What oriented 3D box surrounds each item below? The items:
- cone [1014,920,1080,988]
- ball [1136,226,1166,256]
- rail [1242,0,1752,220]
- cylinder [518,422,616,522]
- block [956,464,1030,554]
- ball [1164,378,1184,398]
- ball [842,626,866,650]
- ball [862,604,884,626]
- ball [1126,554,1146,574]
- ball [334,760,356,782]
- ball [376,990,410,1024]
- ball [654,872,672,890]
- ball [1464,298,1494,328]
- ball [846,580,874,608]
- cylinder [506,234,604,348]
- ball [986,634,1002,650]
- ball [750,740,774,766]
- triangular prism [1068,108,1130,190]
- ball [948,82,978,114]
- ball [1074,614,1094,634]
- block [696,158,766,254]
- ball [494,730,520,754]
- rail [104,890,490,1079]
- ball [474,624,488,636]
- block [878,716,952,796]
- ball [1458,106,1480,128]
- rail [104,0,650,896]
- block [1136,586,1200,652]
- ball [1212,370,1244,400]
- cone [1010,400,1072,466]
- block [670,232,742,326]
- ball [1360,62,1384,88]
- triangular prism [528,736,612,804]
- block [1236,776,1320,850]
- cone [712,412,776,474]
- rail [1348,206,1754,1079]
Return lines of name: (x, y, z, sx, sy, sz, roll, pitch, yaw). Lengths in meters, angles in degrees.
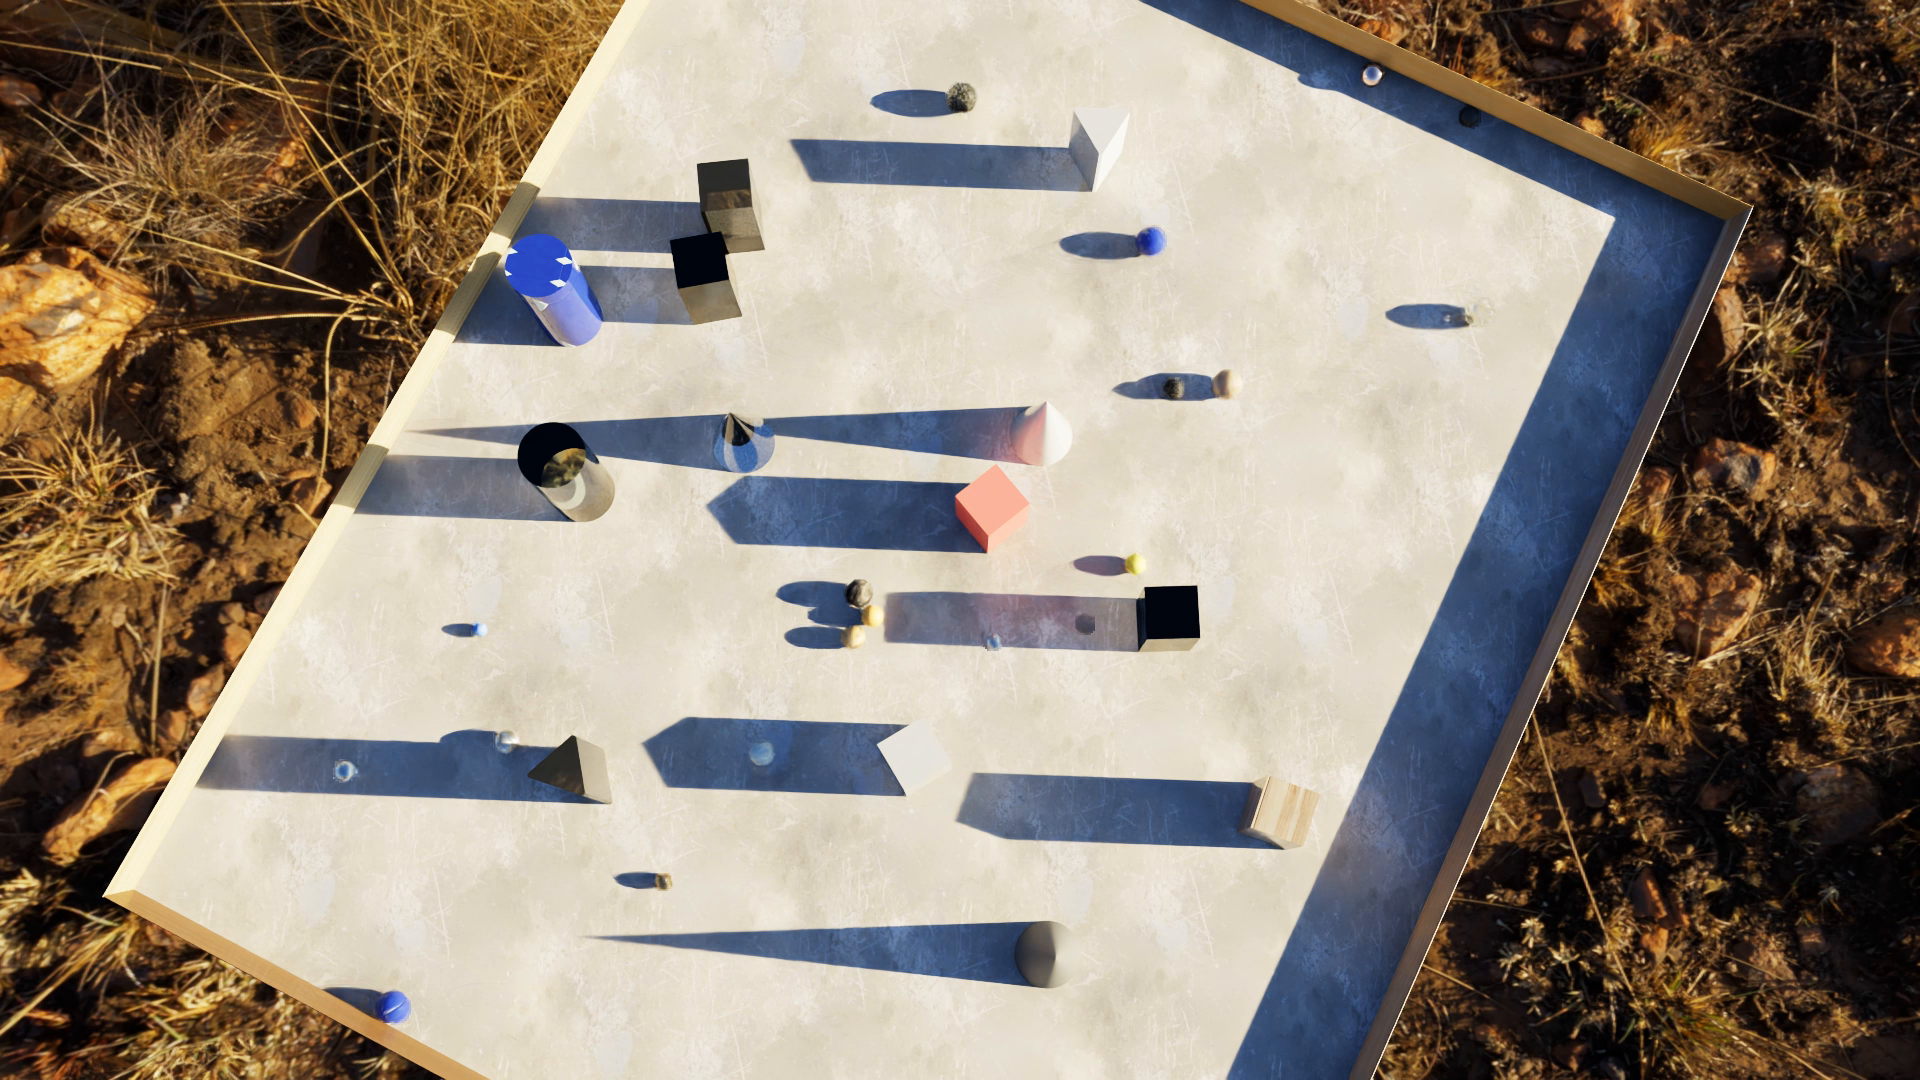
cone: (0.257, 1.167, 5.137, 0.194, 0.466, 0.194, 0, 78, 0)
ball: (0.598, -0.938, 5.763, 0.093, 0.093, 0.093, 0, 78, 0)
rail: (0.905, -1.765, 5.916, 3.476, 0.126, 0.045, 26, 80, 5)
cylinder: (-1.160, -0.195, 5.424, 0.194, 0.456, 0.194, 0, 78, 0)
block: (0.095, -0.092, 5.503, 0.156, 0.259, 0.156, -38, 81, -7)
ball: (0.663, -0.471, 5.682, 0.062, 0.062, 0.062, 0, 78, 0)
ball: (-0.320, 0.293, 5.519, 0.072, 0.072, 0.072, 0, 78, 0)
ball: (-0.265, 0.229, 5.535, 0.067, 0.067, 0.067, 0, 78, 0)
ball: (0.533, 0.074, 5.569, 0.063, 0.063, 0.063, 0, 78, 0)
ball: (-1.824, 0.686, 5.443, 0.061, 0.061, 0.061, 0, 78, 0)
ball: (-1.637, 1.348, 5.288, 0.097, 0.097, 0.097, 0, 78, 0)
ball: (-0.872, 1.002, 5.384, 0.049, 0.049, 0.049, 0, 78, 0)
ball: (1.620, -0.707, 5.716, 0.092, 0.092, 0.092, 0, 78, 0)
ball: (-0.304, 0.161, 5.540, 0.085, 0.085, 0.085, 0, 78, 0)
cylinder: (-1.219, -0.747, 5.532, 0.194, 0.468, 0.194, 0, 78, 0)
ball: (0.102, 0.306, 5.528, 0.049, 0.049, 0.049, 0, 78, 0)
ball: (-0.589, 0.635, 5.447, 0.075, 0.075, 0.075, 0, 78, 0)
triangular prism: (0.410, -1.246, 5.722, 0.146, 0.299, 0.168, 31, 80, 6)
ball: (0.008, -1.413, 5.859, 0.097, 0.097, 0.097, 0, 78, 0)
ball: (0.376, 0.253, 5.534, 0.060, 0.060, 0.060, 0, 78, 0)
block: (-0.703, -1.022, 5.644, 0.156, 0.360, 0.156, -6, 78, -1)
ball: (-1.349, 0.600, 5.457, 0.070, 0.070, 0.070, 0, 78, 0)
rail: (-0.905, 1.779, 5.183, 3.476, 0.126, 0.045, 26, 80, 5)
ball: (-1.450, 0.271, 5.540, 0.041, 0.041, 0.041, 0, 78, 0)
block: (-0.131, 0.636, 5.362, 0.156, 0.240, 0.156, -31, 80, -6)
ball: (1.630, -1.355, 5.863, 0.067, 0.067, 0.067, 0, 78, 0)
rail: (-1.533, -0.744, 5.705, 0.045, 0.126, 4.093, 26, 80, 5)
block: (0.615, 0.236, 5.437, 0.156, 0.257, 0.156, -2, 78, 0)
ball: (0.829, -0.482, 5.668, 0.094, 0.094, 0.094, 0, 78, 0)
cone: (0.252, -0.363, 5.491, 0.194, 0.393, 0.194, 0, 78, 0)
block: (-0.774, -0.798, 5.609, 0.156, 0.338, 0.156, -11, 79, -2)
ball: (1.325, -1.494, 5.886, 0.078, 0.078, 0.078, 0, 78, 0)
triangular prism: (-1.094, 0.650, 5.274, 0.168, 0.408, 0.146, 18, 79, 4)
block: (0.919, 0.792, 5.310, 0.156, 0.279, 0.156, 19, 79, 4)
cone: (-0.670, -0.336, 5.503, 0.194, 0.359, 0.194, 0, 78, 0)
rail: (1.533, 0.757, 5.394, 0.045, 0.126, 4.093, 26, 80, 5)
